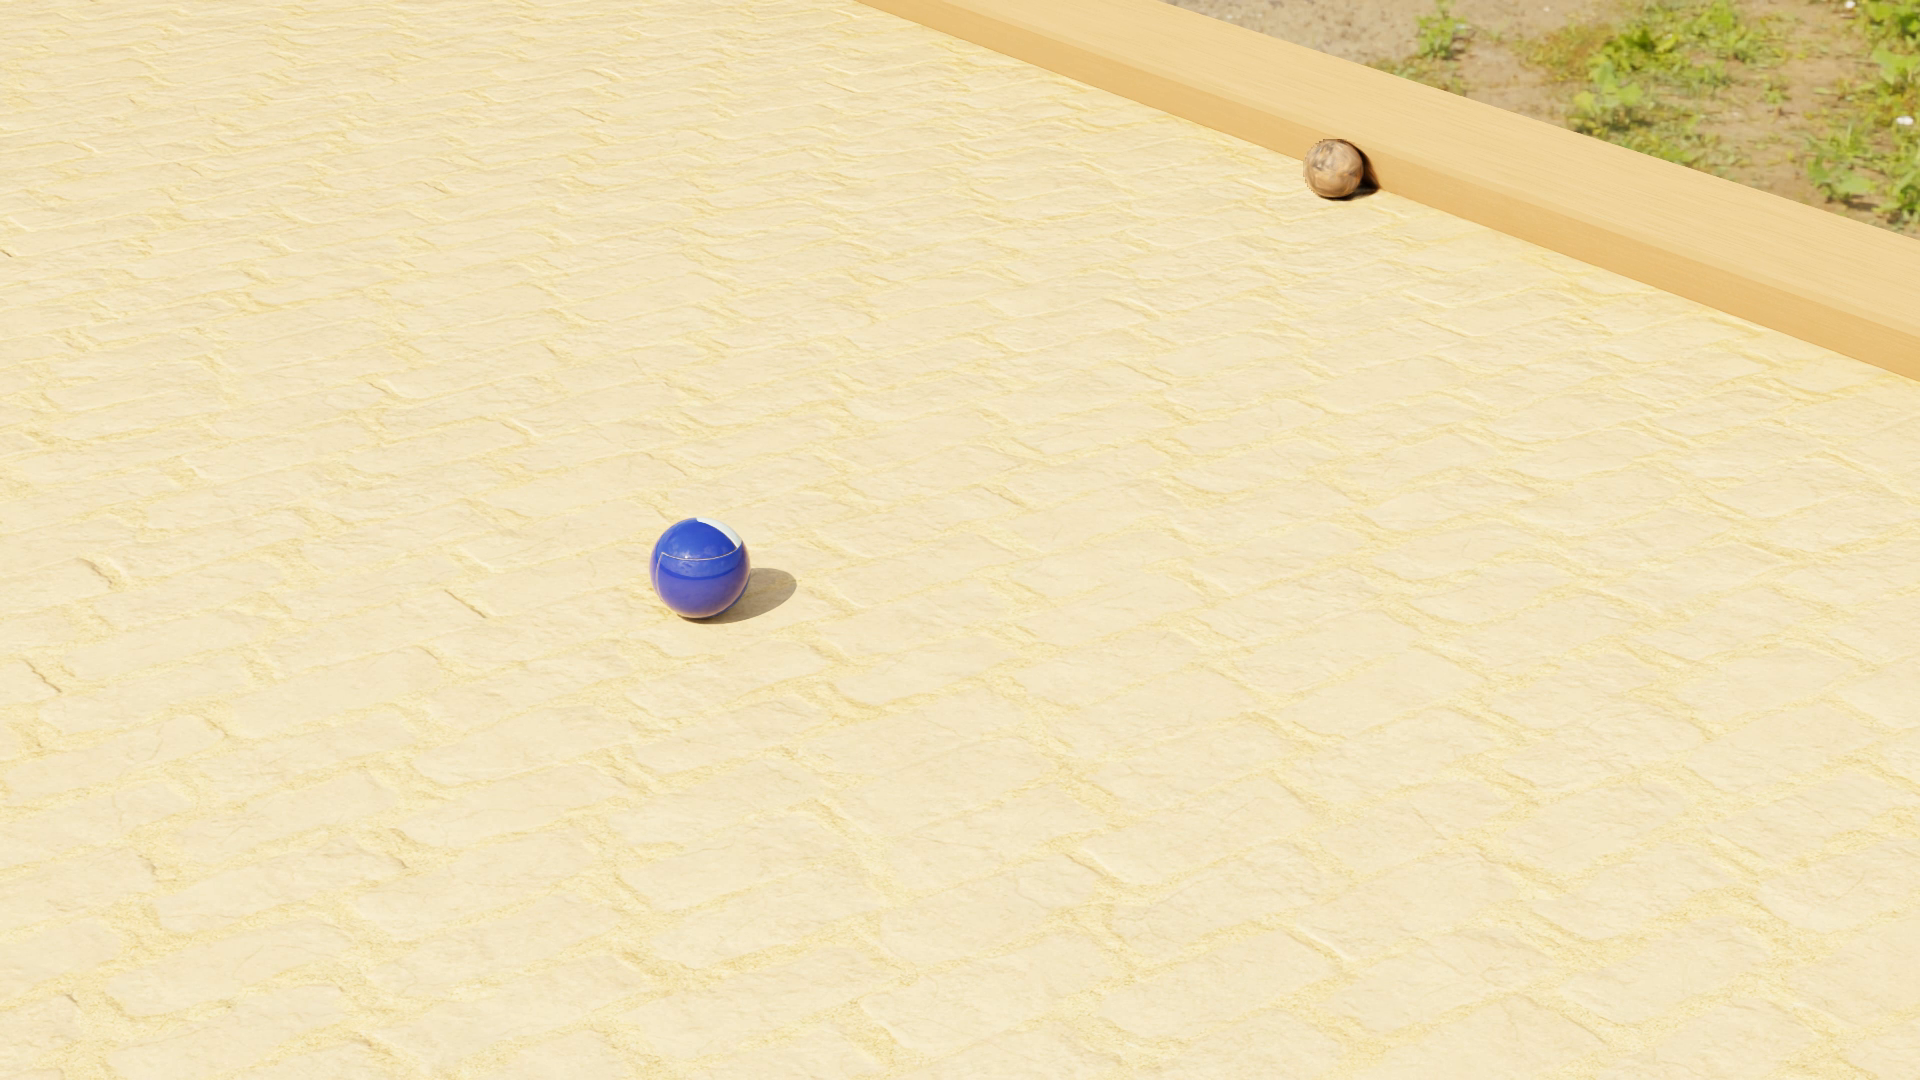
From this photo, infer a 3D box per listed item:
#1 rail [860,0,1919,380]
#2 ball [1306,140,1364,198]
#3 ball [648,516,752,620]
[{"bbox_3d":[0.194,-0.553,3.347,0.045,0.123,3.736,-17,29,-32],"label":"rail"},{"bbox_3d":[0.389,-0.385,3.055,0.060,0.060,0.060,0,24,0],"label":"ball"},{"bbox_3d":[-0.190,0.020,2.146,0.075,0.075,0.075,0,24,0],"label":"ball"}]
